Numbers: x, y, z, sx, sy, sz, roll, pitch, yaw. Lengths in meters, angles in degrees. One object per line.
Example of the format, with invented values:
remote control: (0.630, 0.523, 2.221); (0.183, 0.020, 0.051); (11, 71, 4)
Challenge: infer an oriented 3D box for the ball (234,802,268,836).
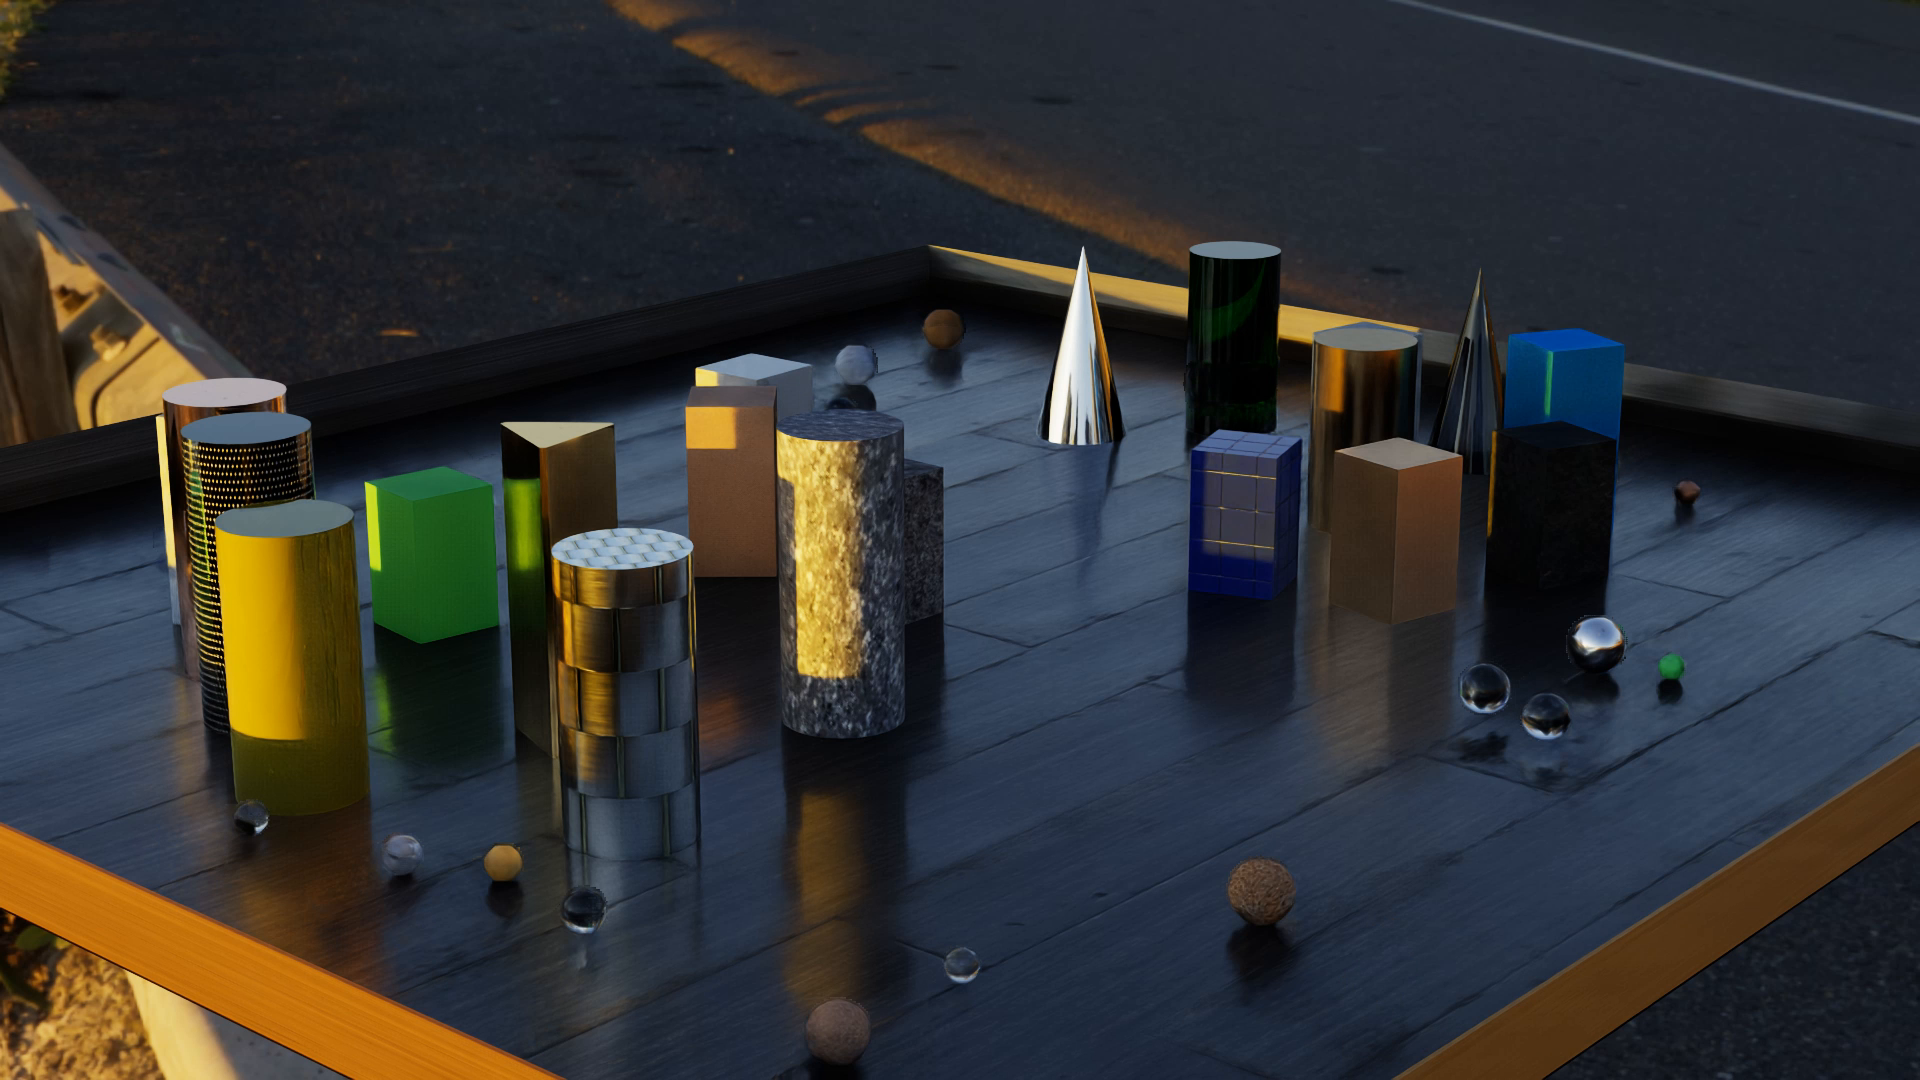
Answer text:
ball: (-0.986, 0.388, 4.079); (0.046, 0.046, 0.046); (0, 17, 0)

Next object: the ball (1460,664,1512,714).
ball: (0.814, 0.231, 4.542); (0.079, 0.079, 0.079); (0, 17, 0)

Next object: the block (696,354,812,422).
block: (-0.384, -0.178, 5.508); (0.153, 0.304, 0.153); (13, 21, 37)

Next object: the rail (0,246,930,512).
rail: (-1.275, -0.289, 6.180); (0.045, 0.125, 3.695); (14, 22, 39)

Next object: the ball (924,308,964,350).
ball: (-0.039, -0.499, 6.930); (0.096, 0.096, 0.096); (0, 17, 0)

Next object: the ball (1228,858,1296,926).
ball: (0.390, 0.455, 3.788); (0.086, 0.086, 0.086); (0, 17, 0)

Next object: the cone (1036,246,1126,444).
cone: (0.256, -0.418, 6.131); (0.192, 0.403, 0.192); (0, 17, 0)

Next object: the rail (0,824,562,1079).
rail: (-1.196, 0.429, 3.802); (3.425, 0.125, 0.045); (14, 22, 39)

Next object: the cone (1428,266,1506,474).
cone: (1.040, -0.353, 5.909); (0.192, 0.406, 0.192); (0, 17, 0)

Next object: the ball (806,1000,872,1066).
ball: (-0.142, 0.573, 3.411); (0.077, 0.077, 0.077); (0, 17, 0)

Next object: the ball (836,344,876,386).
ball: (-0.234, -0.393, 6.585); (0.092, 0.092, 0.092); (0, 17, 0)

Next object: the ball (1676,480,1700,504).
ball: (1.406, -0.092, 5.666); (0.047, 0.047, 0.047); (0, 17, 0)

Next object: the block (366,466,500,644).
block: (-0.888, 0.023, 4.937); (0.153, 0.247, 0.153); (-14, 22, -39)

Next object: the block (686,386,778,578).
block: (-0.405, -0.106, 5.254); (0.153, 0.312, 0.153); (0, 17, -1)

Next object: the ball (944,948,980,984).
ball: (0.003, 0.526, 3.625); (0.043, 0.043, 0.043); (0, 17, 0)

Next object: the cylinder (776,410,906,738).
cylinder: (-0.180, 0.050, 4.470); (0.192, 0.466, 0.192); (0, 17, 0)

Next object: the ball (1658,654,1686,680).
ball: (1.140, 0.203, 4.698); (0.041, 0.041, 0.041); (0, 17, 0)

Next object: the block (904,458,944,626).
block: (-0.137, 0.002, 4.992); (0.153, 0.257, 0.153); (15, 22, 40)

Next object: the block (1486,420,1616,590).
block: (1.050, -0.064, 5.214); (0.153, 0.254, 0.153); (-9, 19, -26)

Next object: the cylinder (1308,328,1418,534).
cylinder: (0.754, -0.203, 5.501); (0.192, 0.355, 0.192); (0, 17, 0)

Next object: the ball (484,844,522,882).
ball: (-0.611, 0.433, 3.923); (0.050, 0.050, 0.050); (0, 17, 0)

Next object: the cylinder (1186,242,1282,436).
cylinder: (0.576, -0.424, 6.188); (0.192, 0.381, 0.192); (0, 17, 0)

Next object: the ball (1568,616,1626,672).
ball: (1.027, 0.169, 4.727); (0.091, 0.091, 0.091); (0, 17, 0)

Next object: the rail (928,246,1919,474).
rail: (1.196, -0.367, 6.439); (3.425, 0.125, 0.045); (14, 22, 39)

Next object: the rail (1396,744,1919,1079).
rail: (1.275, 0.351, 4.060); (0.045, 0.125, 3.695); (14, 22, 39)

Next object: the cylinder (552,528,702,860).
cylinder: (-0.457, 0.210, 4.027); (0.192, 0.416, 0.192); (0, 17, 0)

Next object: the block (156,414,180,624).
block: (-1.240, -0.046, 4.970); (0.153, 0.362, 0.153); (5, 17, 16)

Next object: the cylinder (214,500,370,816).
cylinder: (-0.950, 0.166, 4.181); (0.192, 0.411, 0.192); (0, 17, 0)

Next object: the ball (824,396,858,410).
ball: (-0.253, -0.265, 6.193); (0.074, 0.074, 0.074); (0, 17, 0)

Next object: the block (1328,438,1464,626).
block: (0.746, -0.017, 5.027); (0.153, 0.273, 0.153); (-12, 21, -35)

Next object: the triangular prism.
triangular prism: (-0.620, 0.065, 4.399); (0.144, 0.479, 0.166); (10, 19, 30)

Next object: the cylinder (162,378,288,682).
cylinder: (-1.161, -0.014, 4.697); (0.192, 0.458, 0.192); (0, 17, 0)

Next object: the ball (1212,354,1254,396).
ball: (0.593, -0.356, 6.354); (0.090, 0.090, 0.090); (0, 17, 0)

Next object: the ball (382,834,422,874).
ball: (-0.751, 0.424, 3.947); (0.054, 0.054, 0.054); (0, 17, 0)

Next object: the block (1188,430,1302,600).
block: (0.501, -0.046, 5.155); (0.153, 0.255, 0.153); (7, 18, 22)

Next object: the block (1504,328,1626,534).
block: (1.121, -0.198, 5.473); (0.153, 0.361, 0.153); (-6, 18, -20)

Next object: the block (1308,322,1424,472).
block: (0.808, -0.272, 5.844); (0.153, 0.288, 0.153); (-14, 22, -39)

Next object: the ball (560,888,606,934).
ball: (-0.483, 0.476, 3.764); (0.059, 0.059, 0.059); (0, 17, 0)

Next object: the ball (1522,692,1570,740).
ball: (0.886, 0.267, 4.433); (0.073, 0.073, 0.073); (0, 17, 0)

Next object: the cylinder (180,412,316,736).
cylinder: (-1.073, 0.052, 4.474); (0.192, 0.461, 0.192); (0, 17, 0)
